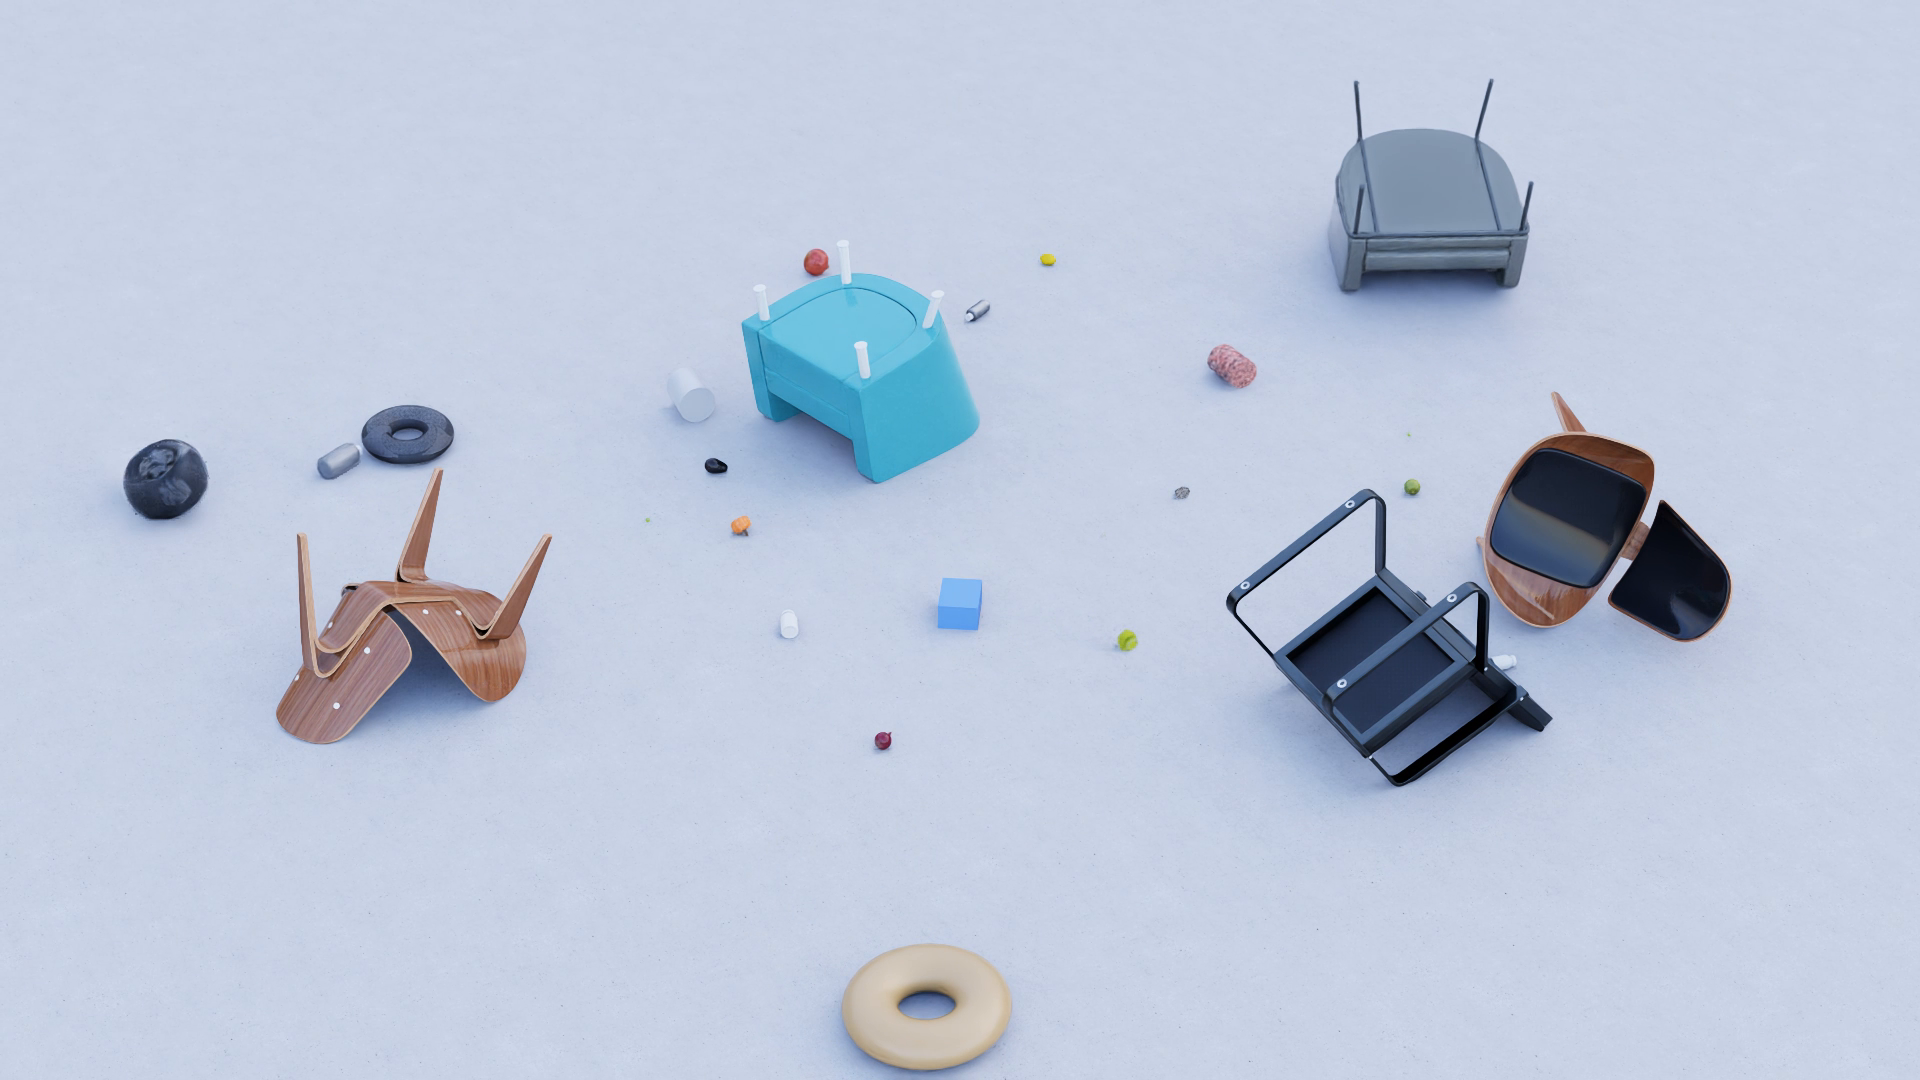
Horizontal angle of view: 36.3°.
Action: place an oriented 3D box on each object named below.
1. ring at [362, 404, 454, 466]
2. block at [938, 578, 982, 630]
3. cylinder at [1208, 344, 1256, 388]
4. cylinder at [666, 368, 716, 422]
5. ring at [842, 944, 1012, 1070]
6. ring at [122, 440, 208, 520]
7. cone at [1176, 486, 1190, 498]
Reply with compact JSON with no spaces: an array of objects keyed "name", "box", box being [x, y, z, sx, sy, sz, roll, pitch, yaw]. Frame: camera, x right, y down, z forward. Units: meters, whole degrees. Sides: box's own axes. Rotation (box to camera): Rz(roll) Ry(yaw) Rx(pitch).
[{"name":"ring","box":[-2.166,-0.413,11.499,0.358,0.082,0.402,-16,37,-22]},{"name":"block","box":[0.000,0.229,10.510,0.143,0.096,0.181,3,33,4]},{"name":"cylinder","box":[1.105,-0.706,11.907,0.131,0.120,0.164,-1,29,-35]},{"name":"cylinder","box":[-1.072,-0.580,11.685,0.150,0.155,0.175,5,29,-28]},{"name":"ring","box":[-0.099,1.386,8.729,0.506,0.125,0.522,19,37,28]},{"name":"ring","box":[-3.003,-0.229,11.086,0.316,0.178,0.380,-28,37,-7]},{"name":"cone","box":[0.837,-0.185,11.206,0.062,0.047,0.063,-17,16,-20]}]
